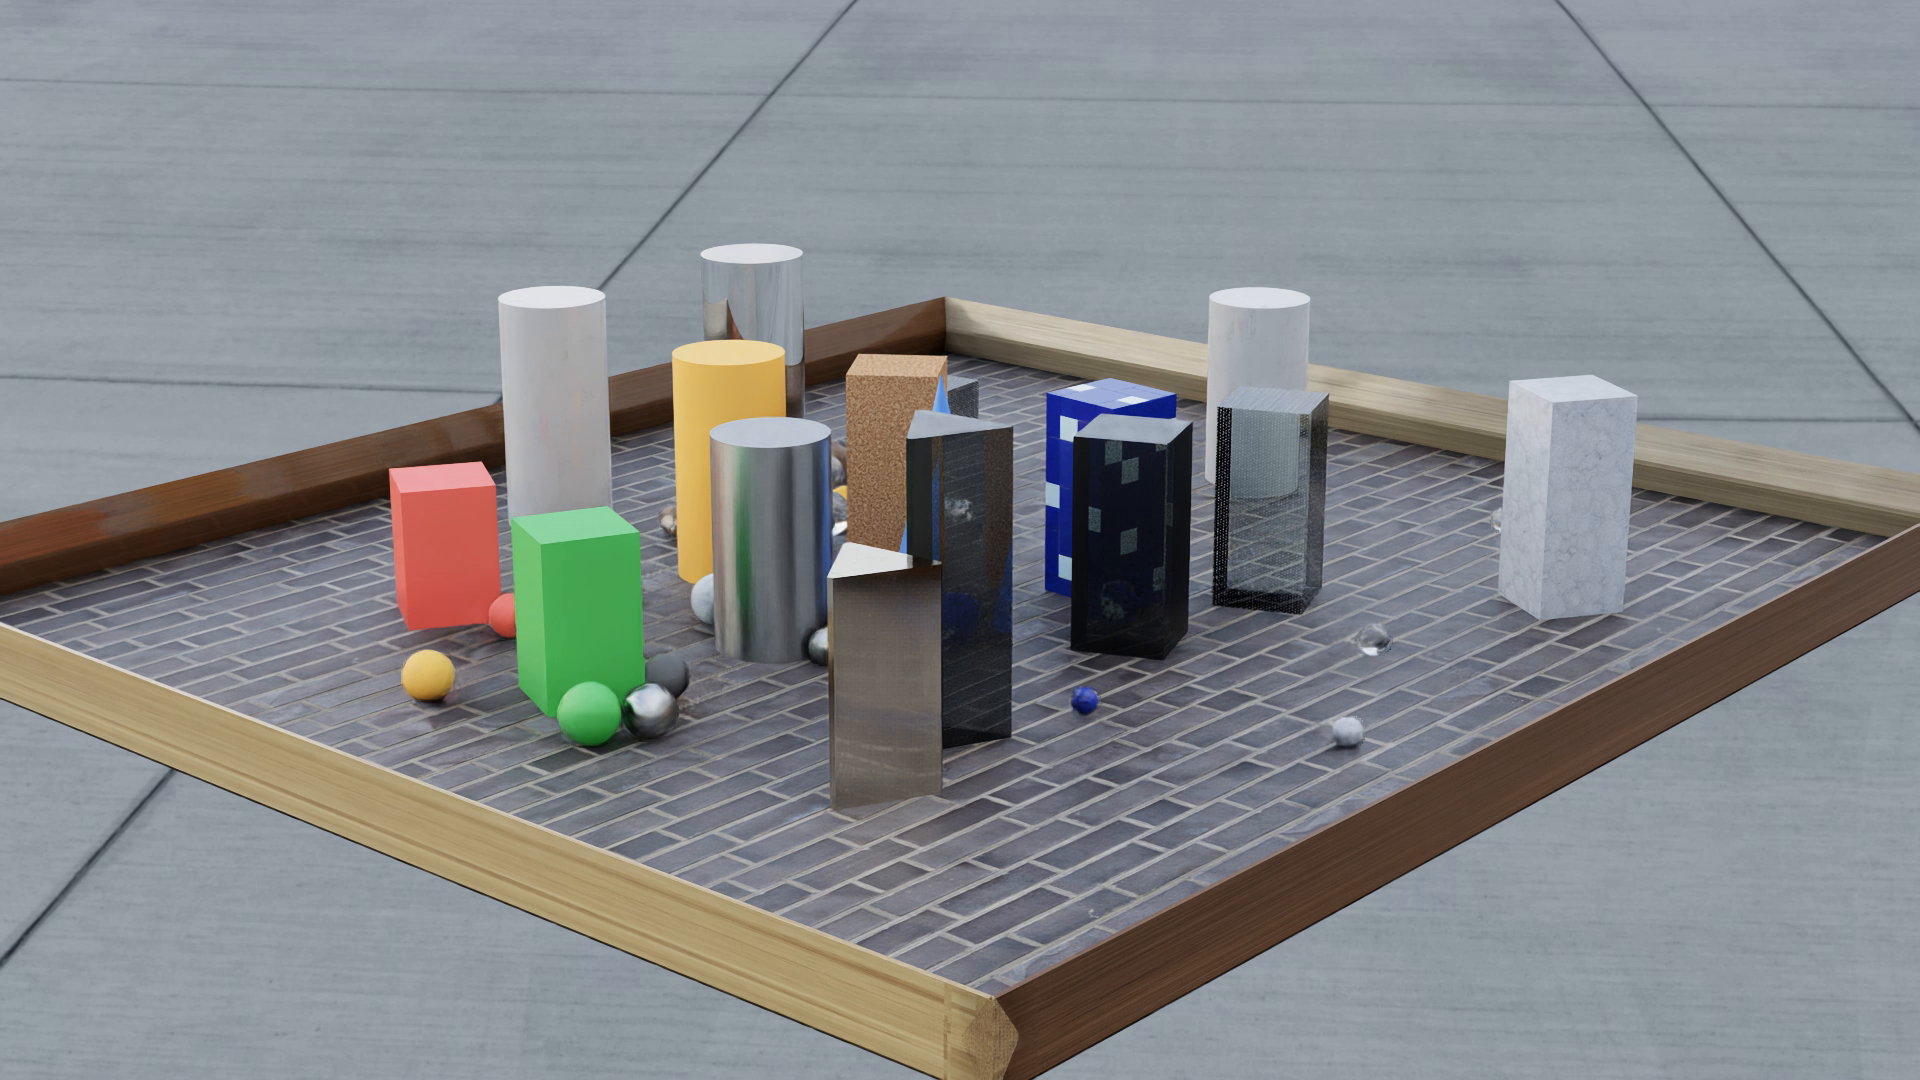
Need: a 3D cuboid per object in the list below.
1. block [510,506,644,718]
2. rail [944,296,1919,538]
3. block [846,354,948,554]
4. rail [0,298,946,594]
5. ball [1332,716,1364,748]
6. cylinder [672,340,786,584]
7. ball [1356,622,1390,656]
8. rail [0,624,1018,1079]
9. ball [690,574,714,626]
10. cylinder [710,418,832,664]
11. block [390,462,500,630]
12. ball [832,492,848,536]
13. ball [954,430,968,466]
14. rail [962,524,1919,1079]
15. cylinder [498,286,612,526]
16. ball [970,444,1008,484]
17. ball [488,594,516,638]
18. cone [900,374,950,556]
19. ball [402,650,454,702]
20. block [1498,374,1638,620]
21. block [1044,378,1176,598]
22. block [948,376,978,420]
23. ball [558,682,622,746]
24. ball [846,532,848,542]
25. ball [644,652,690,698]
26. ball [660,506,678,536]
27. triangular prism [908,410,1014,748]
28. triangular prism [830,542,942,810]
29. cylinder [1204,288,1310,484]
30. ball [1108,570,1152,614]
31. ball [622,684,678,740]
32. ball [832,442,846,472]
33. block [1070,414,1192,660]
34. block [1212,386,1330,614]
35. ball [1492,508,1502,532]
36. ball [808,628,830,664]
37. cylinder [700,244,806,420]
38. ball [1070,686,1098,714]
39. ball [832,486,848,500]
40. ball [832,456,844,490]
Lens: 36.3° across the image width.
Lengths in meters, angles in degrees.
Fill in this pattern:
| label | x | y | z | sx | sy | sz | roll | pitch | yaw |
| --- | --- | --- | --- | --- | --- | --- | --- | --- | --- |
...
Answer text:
| label | x | y | z | sx | sy | sz | roll | pitch | yaw |
| --- | --- | --- | --- | --- | --- | --- | --- | --- | --- |
| block | -0.599 | 0.111 | 4.601 | 0.158 | 0.280 | 0.158 | -8 | 18 | -24 |
| rail | 0.902 | -0.268 | 6.115 | 2.528 | 0.129 | 0.045 | 14 | 22 | 39 |
| block | -0.110 | -0.119 | 5.173 | 0.158 | 0.389 | 0.158 | 2 | 17 | 6 |
| rail | -0.937 | -0.202 | 5.899 | 0.045 | 0.129 | 2.800 | 14 | 22 | 39 |
| ball | 0.584 | 0.289 | 4.415 | 0.046 | 0.046 | 0.046 | 0 | 17 | 0 |
| cylinder | -0.407 | -0.137 | 5.209 | 0.198 | 0.403 | 0.198 | 0 | 17 | 0 |
| ball | 0.679 | 0.163 | 4.818 | 0.054 | 0.054 | 0.054 | 0 | 17 | 0 |
| rail | -0.902 | 0.332 | 4.125 | 2.528 | 0.129 | 0.045 | 14 | 22 | 39 |
| ball | -0.413 | 0.100 | 4.968 | 0.088 | 0.088 | 0.088 | 0 | 17 | 0 |
| cylinder | -0.309 | -0.001 | 4.827 | 0.198 | 0.364 | 0.198 | 0 | 17 | 0 |
| block | -0.879 | 0.009 | 5.007 | 0.158 | 0.241 | 0.158 | -5 | 18 | -17 |
| ball | -0.246 | -0.049 | 5.466 | 0.086 | 0.086 | 0.086 | 0 | 17 | 0 |
| ball | -0.034 | -0.179 | 5.874 | 0.099 | 0.099 | 0.099 | 0 | 17 | 0 |
| rail | 0.937 | 0.267 | 4.341 | 0.045 | 0.129 | 2.800 | 14 | 22 | 39 |
| cylinder | -0.759 | -0.245 | 5.514 | 0.198 | 0.433 | 0.198 | 0 | 17 | 0 |
| ball | 0.058 | -0.151 | 5.818 | 0.079 | 0.079 | 0.079 | 0 | 17 | 0 |
| ball | -0.750 | 0.126 | 4.903 | 0.075 | 0.075 | 0.075 | 0 | 17 | 0 |
| cone | -0.032 | -0.071 | 4.939 | 0.198 | 0.432 | 0.198 | 0 | 17 | 0 |
| ball | -0.835 | 0.213 | 4.607 | 0.081 | 0.081 | 0.081 | 0 | 17 | 0 |
| block | 1.042 | -0.075 | 5.039 | 0.158 | 0.382 | 0.158 | -5 | 17 | -16 |
| block | 0.261 | -0.083 | 5.110 | 0.158 | 0.356 | 0.158 | -15 | 23 | -41 |
| block | -0.075 | -0.175 | 5.587 | 0.158 | 0.257 | 0.158 | 11 | 20 | 33 |
| ball | -0.558 | 0.262 | 4.418 | 0.096 | 0.096 | 0.096 | 0 | 17 | 0 |
| ball | -0.182 | -0.005 | 5.375 | 0.054 | 0.054 | 0.054 | 0 | 17 | 0 |
| ball | -0.462 | 0.214 | 4.612 | 0.075 | 0.075 | 0.075 | 0 | 17 | 0 |
| ball | -0.533 | -0.037 | 5.479 | 0.056 | 0.056 | 0.056 | 0 | 17 | 0 |
| triangular prism | -0.030 | 0.057 | 4.421 | 0.171 | 0.487 | 0.148 | -8 | 18 | -25 |
| triangular prism | -0.133 | 0.189 | 4.226 | 0.171 | 0.346 | 0.148 | -7 | 18 | -23 |
| cylinder | 0.589 | -0.301 | 5.816 | 0.198 | 0.367 | 0.198 | 0 | 17 | 0 |
| ball | 0.290 | 0.090 | 5.023 | 0.076 | 0.076 | 0.076 | 0 | 17 | 0 |
| ball | -0.470 | 0.260 | 4.441 | 0.086 | 0.086 | 0.086 | 0 | 17 | 0 |
| ball | -0.259 | -0.160 | 5.855 | 0.074 | 0.074 | 0.074 | 0 | 17 | 0 |
| block | 0.284 | -0.007 | 4.843 | 0.158 | 0.366 | 0.158 | 6 | 18 | 18 |
| block | 0.537 | -0.070 | 5.073 | 0.158 | 0.354 | 0.158 | 6 | 18 | 18 |
| ball | 1.021 | -0.038 | 5.500 | 0.047 | 0.047 | 0.047 | 0 | 17 | 0 |
| ball | -0.218 | 0.172 | 4.779 | 0.059 | 0.059 | 0.059 | 0 | 17 | 0 |
| cylinder | -0.402 | -0.329 | 5.730 | 0.198 | 0.470 | 0.198 | 0 | 17 | 0 |
| ball | 0.194 | 0.249 | 4.553 | 0.043 | 0.043 | 0.043 | 0 | 17 | 0 |
| ball | -0.215 | -0.067 | 5.551 | 0.072 | 0.072 | 0.072 | 0 | 17 | 0 |
| ball | -0.270 | -0.127 | 5.723 | 0.087 | 0.087 | 0.087 | 0 | 17 | 0 |
